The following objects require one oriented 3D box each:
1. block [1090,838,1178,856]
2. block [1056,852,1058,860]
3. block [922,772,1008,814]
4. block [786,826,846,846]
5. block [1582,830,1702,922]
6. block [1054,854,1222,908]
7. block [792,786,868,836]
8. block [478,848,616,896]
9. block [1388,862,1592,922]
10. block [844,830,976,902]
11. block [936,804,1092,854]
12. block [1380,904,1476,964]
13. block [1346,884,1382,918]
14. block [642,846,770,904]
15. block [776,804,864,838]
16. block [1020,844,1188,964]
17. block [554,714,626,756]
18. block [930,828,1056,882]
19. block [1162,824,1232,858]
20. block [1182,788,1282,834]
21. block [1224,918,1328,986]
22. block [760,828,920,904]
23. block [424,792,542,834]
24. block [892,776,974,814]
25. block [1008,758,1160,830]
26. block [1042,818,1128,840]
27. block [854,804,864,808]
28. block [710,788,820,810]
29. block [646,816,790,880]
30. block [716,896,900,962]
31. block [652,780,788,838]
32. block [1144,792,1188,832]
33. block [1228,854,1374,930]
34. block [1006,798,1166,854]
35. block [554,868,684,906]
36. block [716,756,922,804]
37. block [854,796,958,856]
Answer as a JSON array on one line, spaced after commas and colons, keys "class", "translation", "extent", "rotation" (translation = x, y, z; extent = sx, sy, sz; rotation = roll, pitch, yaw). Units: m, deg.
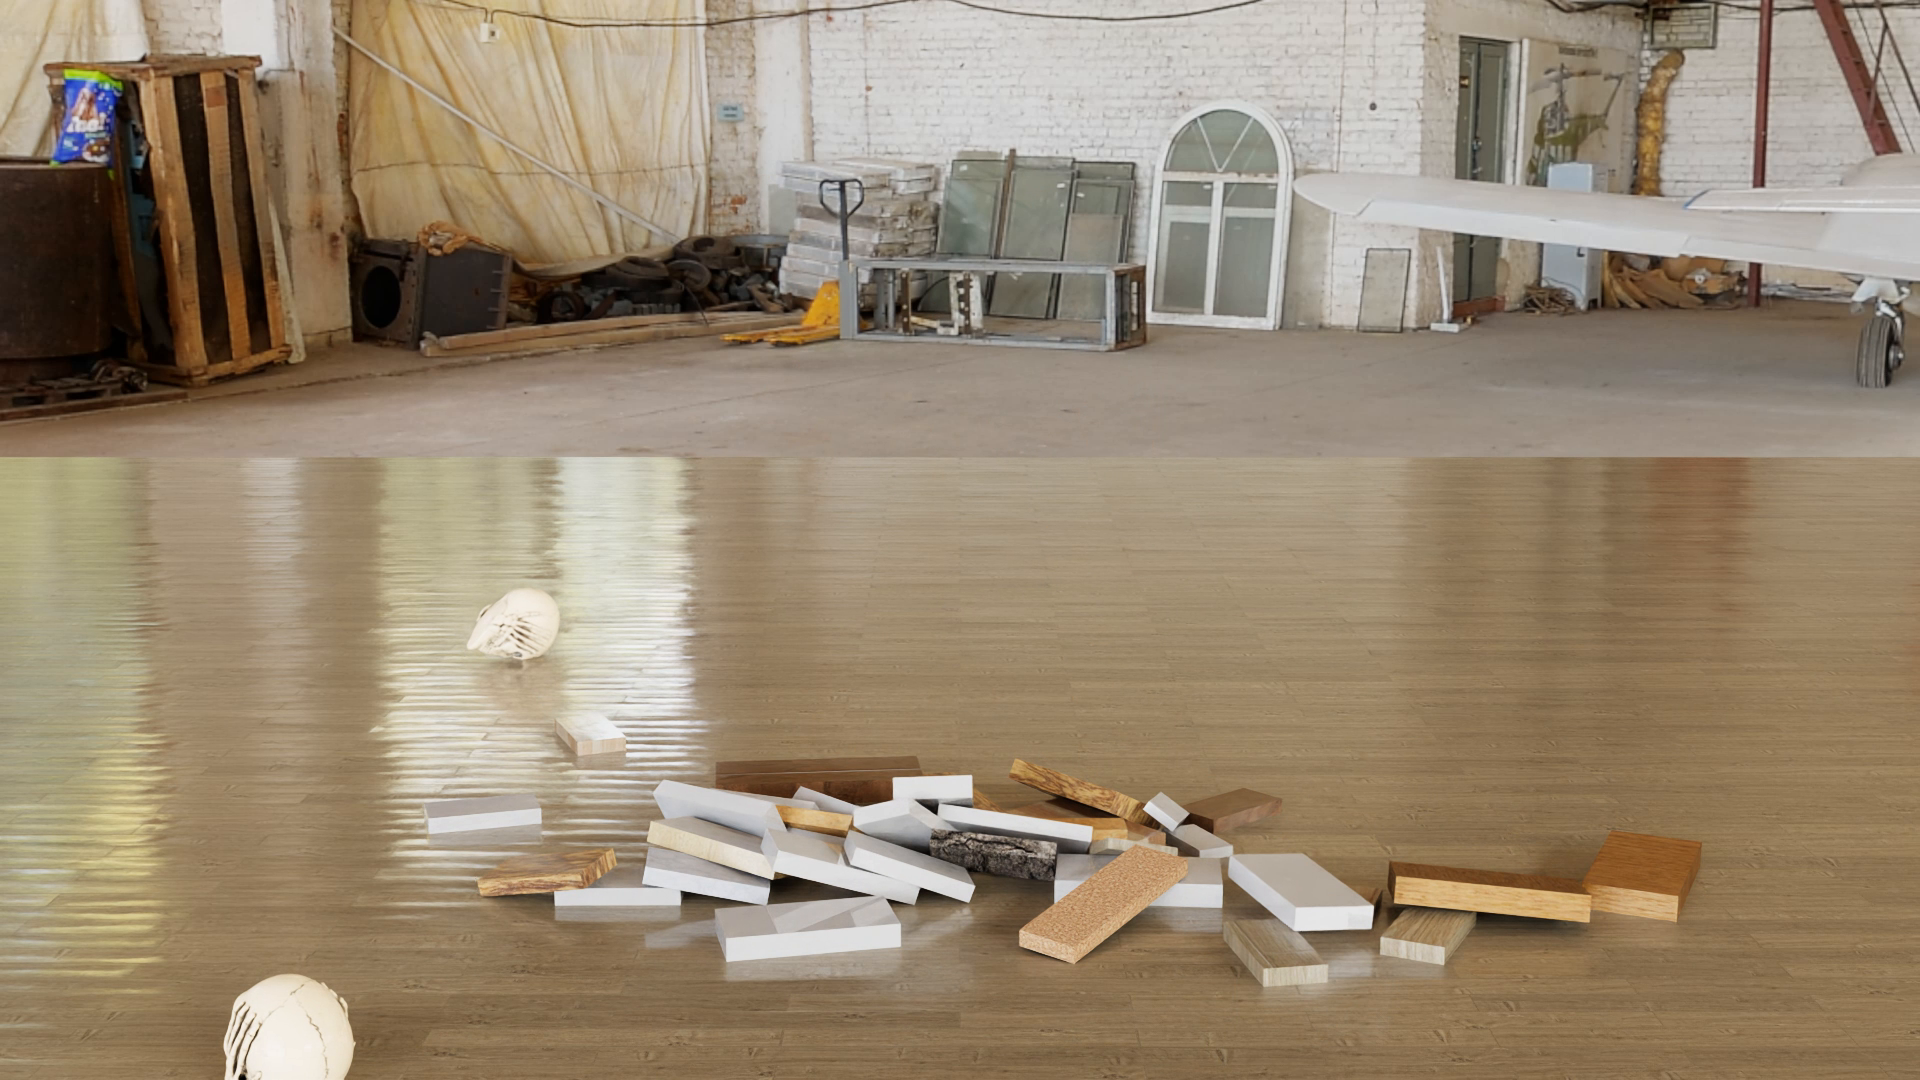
[{"class": "block", "translation": [0.296, 0.533, 3.757], "extent": [0.134, 0.019, 0.067], "rotation": [12, -23, -23]}, {"class": "block", "translation": [0.128, 0.554, 3.811], "extent": [0.132, 0.019, 0.066], "rotation": [0, 11, -1]}, {"class": "block", "translation": [0.028, 0.487, 4.016], "extent": [0.066, 0.019, 0.349], "rotation": [0, 12, -25]}, {"class": "block", "translation": [-0.237, 0.533, 3.801], "extent": [0.131, 0.065, 0.018], "rotation": [6, 49, 31]}, {"class": "block", "translation": [1.149, 0.562, 3.701], "extent": [0.152, 0.043, 0.303], "rotation": [5, 12, 25]}, {"class": "block", "translation": [0.298, 0.569, 3.677], "extent": [0.275, 0.039, 0.137], "rotation": [1, 11, 4]}, {"class": "block", "translation": [-0.196, 0.500, 3.890], "extent": [0.211, 0.105, 0.030], "rotation": [11, 59, 47]}, {"class": "block", "translation": [-0.686, 0.553, 3.654], "extent": [0.206, 0.029, 0.103], "rotation": [-8, 11, 25]}, {"class": "block", "translation": [0.852, 0.568, 3.556], "extent": [0.303, 0.043, 0.152], "rotation": [5, 1, 7]}, {"class": "block", "translation": [-0.085, 0.540, 3.644], "extent": [0.210, 0.030, 0.105], "rotation": [20, 5, -12]}, {"class": "block", "translation": [0.090, 0.498, 3.766], "extent": [0.264, 0.027, 0.095], "rotation": [9, -24, -1]}, {"class": "block", "translation": [0.739, 0.614, 3.462], "extent": [0.100, 0.028, 0.200], "rotation": [5, 12, 26]}, {"class": "block", "translation": [0.645, 0.595, 3.588], "extent": [0.066, 0.019, 0.132], "rotation": [4, 11, 20]}, {"class": "block", "translation": [-0.420, 0.557, 3.648], "extent": [0.206, 0.029, 0.103], "rotation": [11, 9, -7]}, {"class": "block", "translation": [-0.269, 0.508, 3.846], "extent": [0.211, 0.105, 0.030], "rotation": [5, 55, 24]}, {"class": "block", "translation": [0.234, 0.578, 3.518], "extent": [0.100, 0.028, 0.352], "rotation": [12, 23, 33]}, {"class": "block", "translation": [-0.772, 0.405, 4.588], "extent": [0.101, 0.029, 0.202], "rotation": [-4, 11, -23]}, {"class": "block", "translation": [0.057, 0.530, 3.699], "extent": [0.210, 0.030, 0.105], "rotation": [6, -29, 5]}, {"class": "block", "translation": [0.420, 0.537, 3.905], "extent": [0.067, 0.019, 0.134], "rotation": [-5, 12, -24]}, {"class": "block", "translation": [0.498, 0.501, 4.075], "extent": [0.190, 0.027, 0.095], "rotation": [-9, 14, -41]}, {"class": "block", "translation": [0.482, 0.631, 3.372], "extent": [0.100, 0.028, 0.200], "rotation": [-2, 11, -10]}, {"class": "block", "translation": [-0.198, 0.539, 3.637], "extent": [0.247, 0.035, 0.124], "rotation": [16, 6, -16]}, {"class": "block", "translation": [-0.881, 0.504, 4.056], "extent": [0.202, 0.029, 0.101], "rotation": [-3, 11, -18]}, {"class": "block", "translation": [-0.043, 0.455, 3.816], "extent": [0.133, 0.038, 0.266], "rotation": [-2, -17, 1]}, {"class": "block", "translation": [0.231, 0.469, 4.050], "extent": [0.137, 0.039, 0.274], "rotation": [27, -9, -40]}, {"class": "block", "translation": [0.203, 0.507, 3.854], "extent": [0.174, 0.018, 0.065], "rotation": [0, 11, -2]}, {"class": "block", "translation": [-0.263, 0.495, 4.100], "extent": [0.101, 0.029, 0.202], "rotation": [-5, 12, -27]}, {"class": "block", "translation": [-0.340, 0.494, 3.923], "extent": [0.211, 0.105, 0.030], "rotation": [5, 56, 23]}, {"class": "block", "translation": [-0.391, 0.520, 3.729], "extent": [0.248, 0.035, 0.124], "rotation": [13, 3, 23]}, {"class": "block", "translation": [-0.240, 0.610, 3.459], "extent": [0.273, 0.038, 0.133], "rotation": [-3, 11, -13]}, {"class": "block", "translation": [-0.412, 0.494, 3.844], "extent": [0.248, 0.124, 0.035], "rotation": [7, 43, 33]}, {"class": "block", "translation": [0.372, 0.489, 3.963], "extent": [0.065, 0.018, 0.131], "rotation": [37, 10, 11]}, {"class": "block", "translation": [0.548, 0.567, 3.557], "extent": [0.133, 0.038, 0.266], "rotation": [2, 10, -16]}, {"class": "block", "translation": [0.221, 0.522, 3.927], "extent": [0.137, 0.039, 0.275], "rotation": [-9, 14, -39]}, {"class": "block", "translation": [-0.563, 0.576, 3.662], "extent": [0.206, 0.029, 0.103], "rotation": [0, 11, 0]}, {"class": "block", "translation": [-0.266, 0.453, 4.132], "extent": [0.383, 0.043, 0.152], "rotation": [-1, 11, -6]}, {"class": "block", "translation": [-0.082, 0.493, 3.720], "extent": [0.105, 0.030, 0.210], "rotation": [-15, -32, 23]}]
